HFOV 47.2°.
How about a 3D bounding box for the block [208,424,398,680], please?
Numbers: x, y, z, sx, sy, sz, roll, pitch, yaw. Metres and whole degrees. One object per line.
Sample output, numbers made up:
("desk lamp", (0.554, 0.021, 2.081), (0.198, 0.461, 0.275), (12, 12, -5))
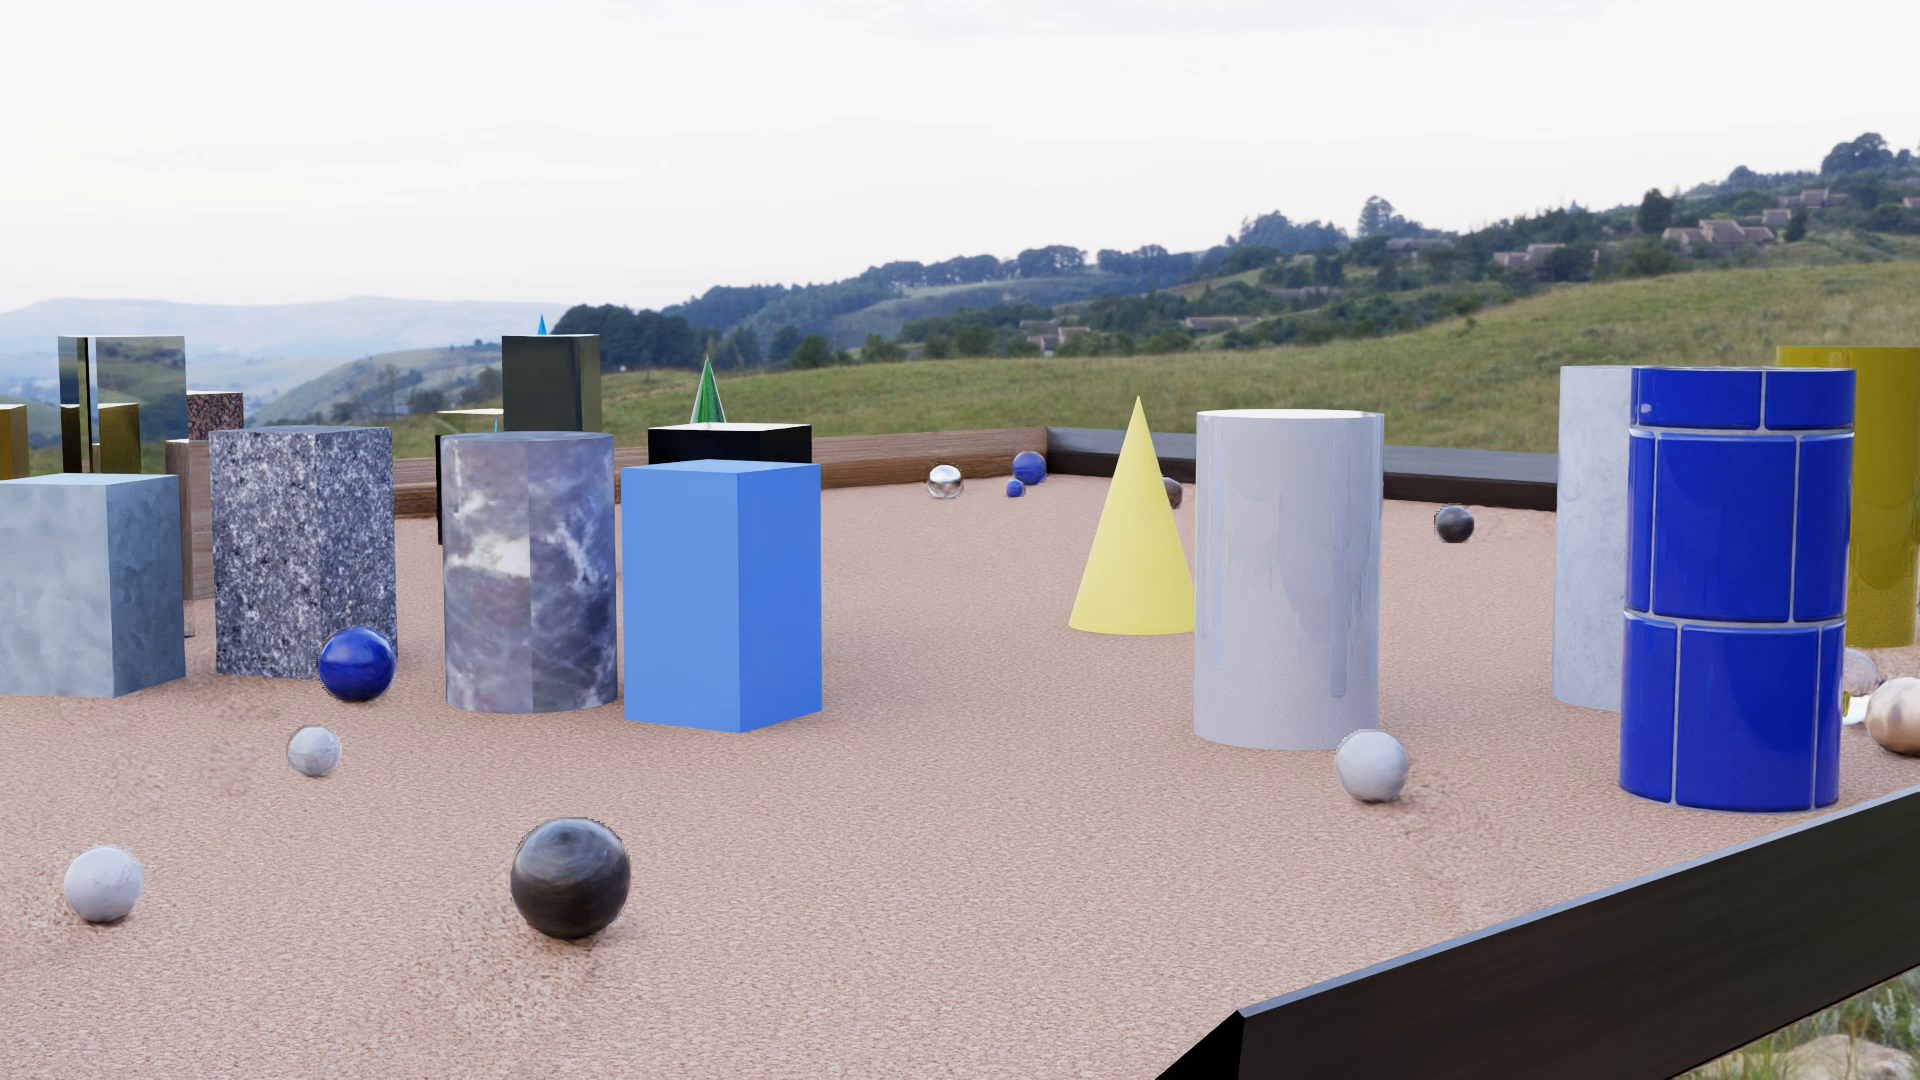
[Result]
("block", (-0.811, 0.011, 2.726), (0.154, 0.297, 0.154), (2, 6, 20))

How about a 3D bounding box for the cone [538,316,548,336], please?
("cone", (-0.840, -0.240, 4.442), (0.193, 0.438, 0.193), (0, 6, 0))

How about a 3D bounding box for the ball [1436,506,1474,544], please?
("ball", (0.940, -0.029, 4.177), (0.073, 0.073, 0.073), (0, 6, 0))

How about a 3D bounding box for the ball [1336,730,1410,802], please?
("ball", (0.373, 0.205, 1.990), (0.065, 0.065, 0.065), (0, 6, 0))

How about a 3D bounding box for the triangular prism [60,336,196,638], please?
("triangular prism", (-1.108, -0.068, 2.949), (0.145, 0.409, 0.167), (-3, 7, -30))

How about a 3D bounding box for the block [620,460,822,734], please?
("block", (-0.259, 0.056, 2.405), (0.154, 0.275, 0.154), (4, 7, 30))

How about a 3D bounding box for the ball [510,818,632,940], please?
("ball", (-0.276, 0.240, 1.559), (0.085, 0.085, 0.085), (0, 6, 0))

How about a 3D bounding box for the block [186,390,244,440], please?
("block", (-1.310, -0.094, 3.682), (0.154, 0.305, 0.154), (4, 7, 32))

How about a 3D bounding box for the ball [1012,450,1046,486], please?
("ball", (0.175, -0.181, 5.557), (0.088, 0.088, 0.088), (0, 6, 0))

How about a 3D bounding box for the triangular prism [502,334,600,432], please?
("triangular prism", (-0.651, -0.142, 3.686), (0.167, 0.401, 0.145), (4, 7, 32))

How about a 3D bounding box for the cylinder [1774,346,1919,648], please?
("cylinder", (1.194, -0.064, 2.970), (0.193, 0.394, 0.193), (0, 6, 0))

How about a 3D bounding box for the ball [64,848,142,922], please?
("ball", (-0.625, 0.251, 1.604), (0.054, 0.054, 0.054), (0, 6, 0))

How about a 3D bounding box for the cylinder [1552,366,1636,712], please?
("cylinder", (0.779, -0.007, 2.506), (0.193, 0.378, 0.193), (0, 6, 0))

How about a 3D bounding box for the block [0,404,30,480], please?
("block", (-1.471, -0.047, 3.258), (0.154, 0.300, 0.154), (-2, 6, -14))

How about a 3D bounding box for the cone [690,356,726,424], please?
("cone", (-0.437, -0.140, 3.826), (0.193, 0.367, 0.193), (0, 6, 0))

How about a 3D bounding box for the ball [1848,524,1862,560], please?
("ball", (1.555, 0.003, 3.883), (0.070, 0.070, 0.070), (0, 6, 0))

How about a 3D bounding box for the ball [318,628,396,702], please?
("ball", (-0.684, 0.142, 2.496), (0.084, 0.084, 0.084), (0, 6, 0))

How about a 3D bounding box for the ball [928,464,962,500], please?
("ball", (-0.035, -0.135, 5.139), (0.082, 0.082, 0.082), (0, 6, 0))

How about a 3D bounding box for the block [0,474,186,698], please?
("block", (-1.032, 0.050, 2.603), (0.154, 0.245, 0.154), (1, 6, 11))

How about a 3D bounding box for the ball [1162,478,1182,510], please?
("ball", (0.454, -0.100, 4.848), (0.075, 0.075, 0.075), (0, 6, 0))

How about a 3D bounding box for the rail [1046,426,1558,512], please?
("rail", (1.445, -0.107, 4.658), (0.045, 0.125, 3.613), (-6, 8, -42))

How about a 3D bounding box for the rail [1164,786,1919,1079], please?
("rail", (1.209, 0.170, 2.029), (3.979, 0.125, 0.045), (-6, 8, -42))

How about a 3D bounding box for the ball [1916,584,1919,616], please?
("ball", (1.403, 0.087, 3.196), (0.048, 0.048, 0.048), (0, 6, 0))

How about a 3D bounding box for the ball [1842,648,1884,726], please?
("ball", (0.946, 0.157, 2.359), (0.084, 0.084, 0.084), (0, 6, 0))

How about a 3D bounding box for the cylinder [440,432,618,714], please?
("cylinder", (-0.490, 0.032, 2.507), (0.193, 0.301, 0.193), (0, 6, 0))

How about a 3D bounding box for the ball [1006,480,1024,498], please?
("ball", (0.129, -0.120, 5.187), (0.044, 0.044, 0.044), (0, 6, 0))

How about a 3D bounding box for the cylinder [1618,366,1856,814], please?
("cylinder", (0.710, 0.038, 2.017), (0.193, 0.391, 0.193), (0, 6, 0))

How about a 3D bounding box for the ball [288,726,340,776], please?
("ball", (-0.618, 0.202, 2.104), (0.047, 0.047, 0.047), (0, 6, 0))

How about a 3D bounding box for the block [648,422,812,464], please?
("block", (-0.291, 0.003, 2.809), (0.154, 0.296, 0.154), (2, 6, 20))

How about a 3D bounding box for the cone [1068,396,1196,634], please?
("cone", (0.250, -0.042, 3.094), (0.193, 0.326, 0.193), (0, 6, 0))

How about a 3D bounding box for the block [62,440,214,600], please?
("block", (-1.253, -0.029, 3.371), (0.154, 0.242, 0.154), (3, 7, 29))

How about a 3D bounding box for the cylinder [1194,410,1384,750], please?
("cylinder", (0.343, 0.036, 2.303), (0.193, 0.336, 0.193), (0, 6, 0))

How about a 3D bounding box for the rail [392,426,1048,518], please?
("rail", (-1.209, -0.104, 4.635), (3.979, 0.125, 0.045), (-6, 8, -42))

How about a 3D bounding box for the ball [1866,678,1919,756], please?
("ball", (0.947, 0.177, 2.199), (0.078, 0.078, 0.078), (0, 6, 0))

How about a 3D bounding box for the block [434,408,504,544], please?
("block", (-0.884, -0.119, 4.180), (0.154, 0.251, 0.154), (4, 7, 30))
